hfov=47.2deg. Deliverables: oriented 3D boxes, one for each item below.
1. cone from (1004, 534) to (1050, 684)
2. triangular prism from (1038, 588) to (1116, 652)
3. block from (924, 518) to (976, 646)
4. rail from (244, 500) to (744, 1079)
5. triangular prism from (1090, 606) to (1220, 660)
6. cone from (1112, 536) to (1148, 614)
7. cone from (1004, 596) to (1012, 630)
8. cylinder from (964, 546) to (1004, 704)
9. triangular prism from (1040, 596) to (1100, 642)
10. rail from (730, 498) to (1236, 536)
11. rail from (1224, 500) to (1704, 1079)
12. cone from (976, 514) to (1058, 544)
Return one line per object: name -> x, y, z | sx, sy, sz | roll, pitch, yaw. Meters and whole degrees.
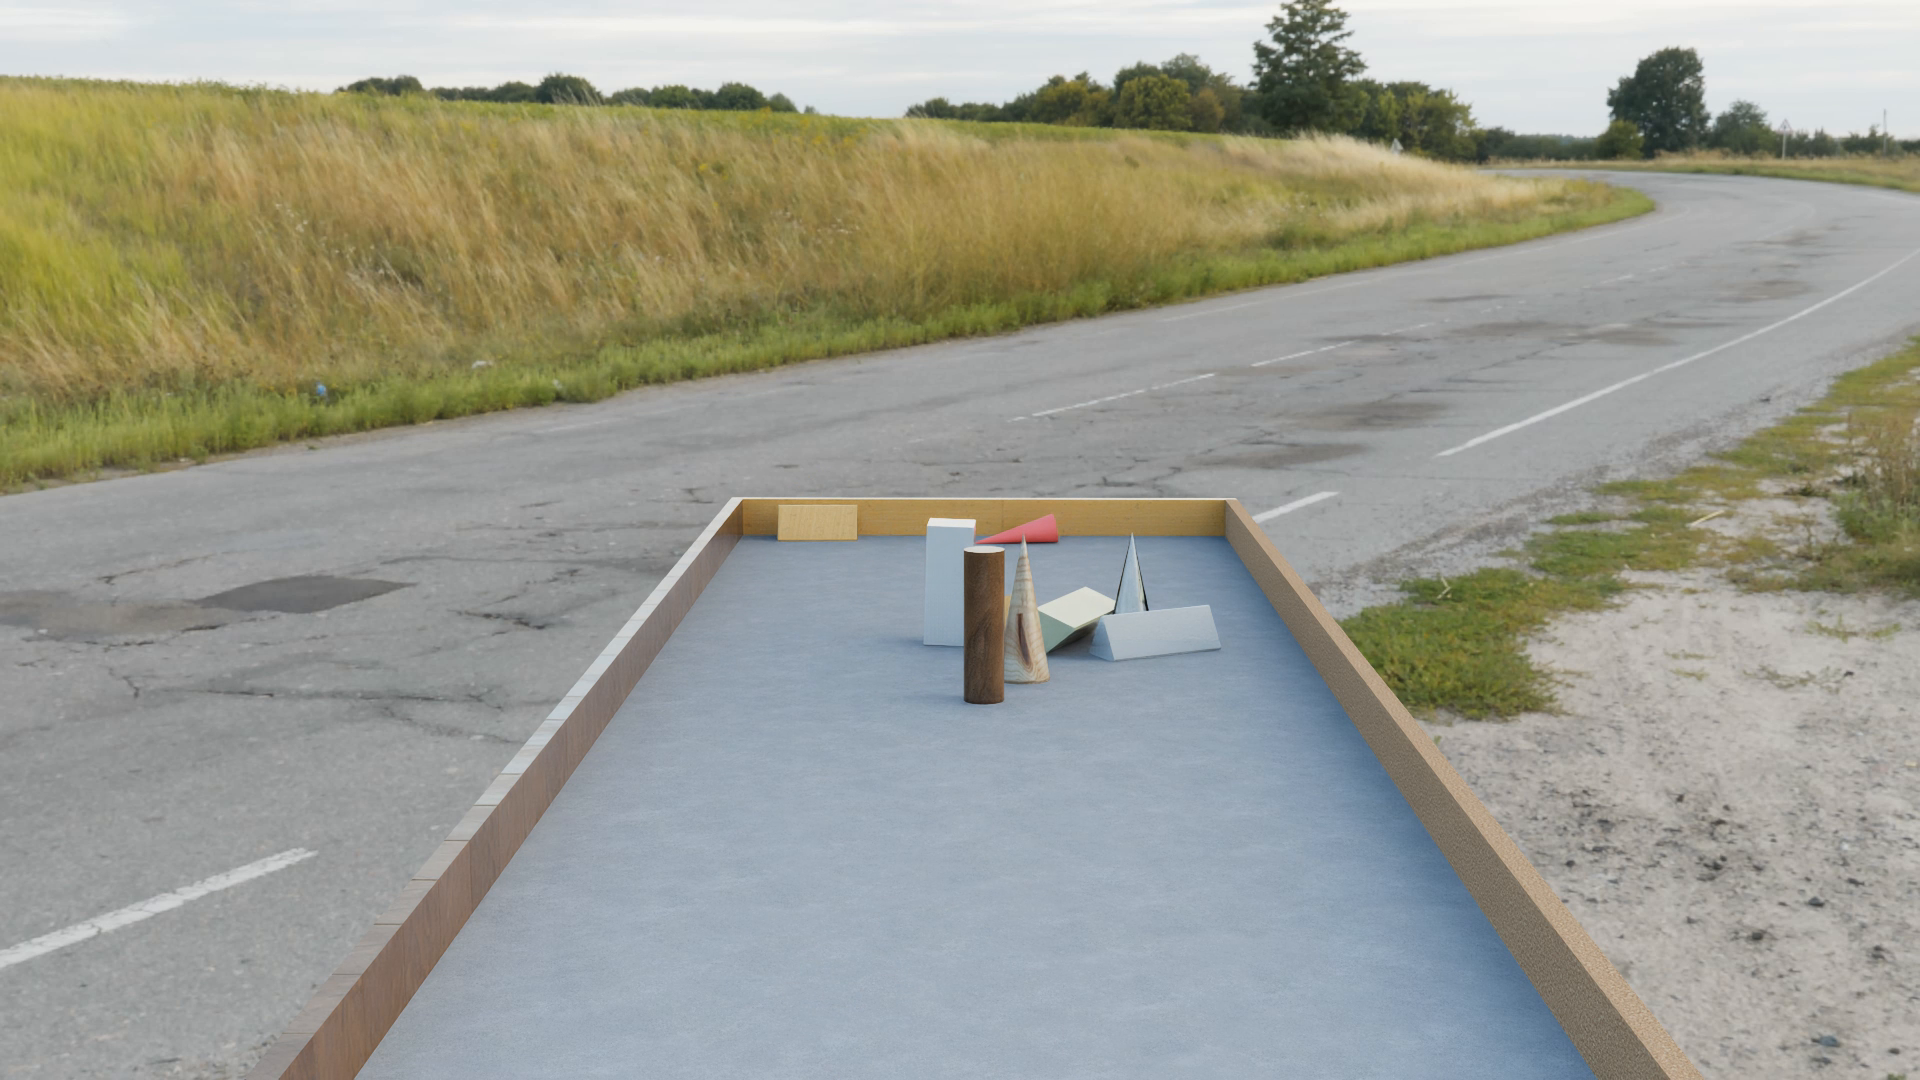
cone -> 0.185, 0.190, 6.412 | 0.160, 0.438, 0.160 | 0, 9, 0
triangular prism -> 0.351, 0.233, 6.918 | 0.147, 0.127, 0.416 | -39, -9, 25
block -> -0.032, 0.132, 6.943 | 0.146, 0.379, 0.146 | 2, 10, 3
rail -> -1.004, 0.839, 3.234 | 0.050, 0.150, 12.000 | 0, 9, 1
triangular prism -> 0.606, 0.280, 6.812 | 0.390, 0.127, 0.147 | -5, 10, -27
cone -> 0.541, 0.148, 6.944 | 0.157, 0.355, 0.157 | 0, 9, 0
cone -> 0.140, 0.274, 7.017 | 0.171, 0.171, 0.304 | -2, -7, -12
cylinder -> 0.067, 0.238, 6.143 | 0.114, 0.428, 0.114 | 0, 9, 0
triangular prism -> 0.348, 0.253, 7.127 | 0.099, 0.086, 0.333 | 5, 10, 28
rail -> 0.099, -0.098, 9.147 | 2.100, 0.150, 0.050 | 0, 9, 1
rail -> 1.046, 0.843, 3.208 | 0.050, 0.150, 12.000 | 0, 9, 1
cone -> 0.214, -0.016, 8.923 | 0.351, 0.119, 0.119 | -11, 10, -6
